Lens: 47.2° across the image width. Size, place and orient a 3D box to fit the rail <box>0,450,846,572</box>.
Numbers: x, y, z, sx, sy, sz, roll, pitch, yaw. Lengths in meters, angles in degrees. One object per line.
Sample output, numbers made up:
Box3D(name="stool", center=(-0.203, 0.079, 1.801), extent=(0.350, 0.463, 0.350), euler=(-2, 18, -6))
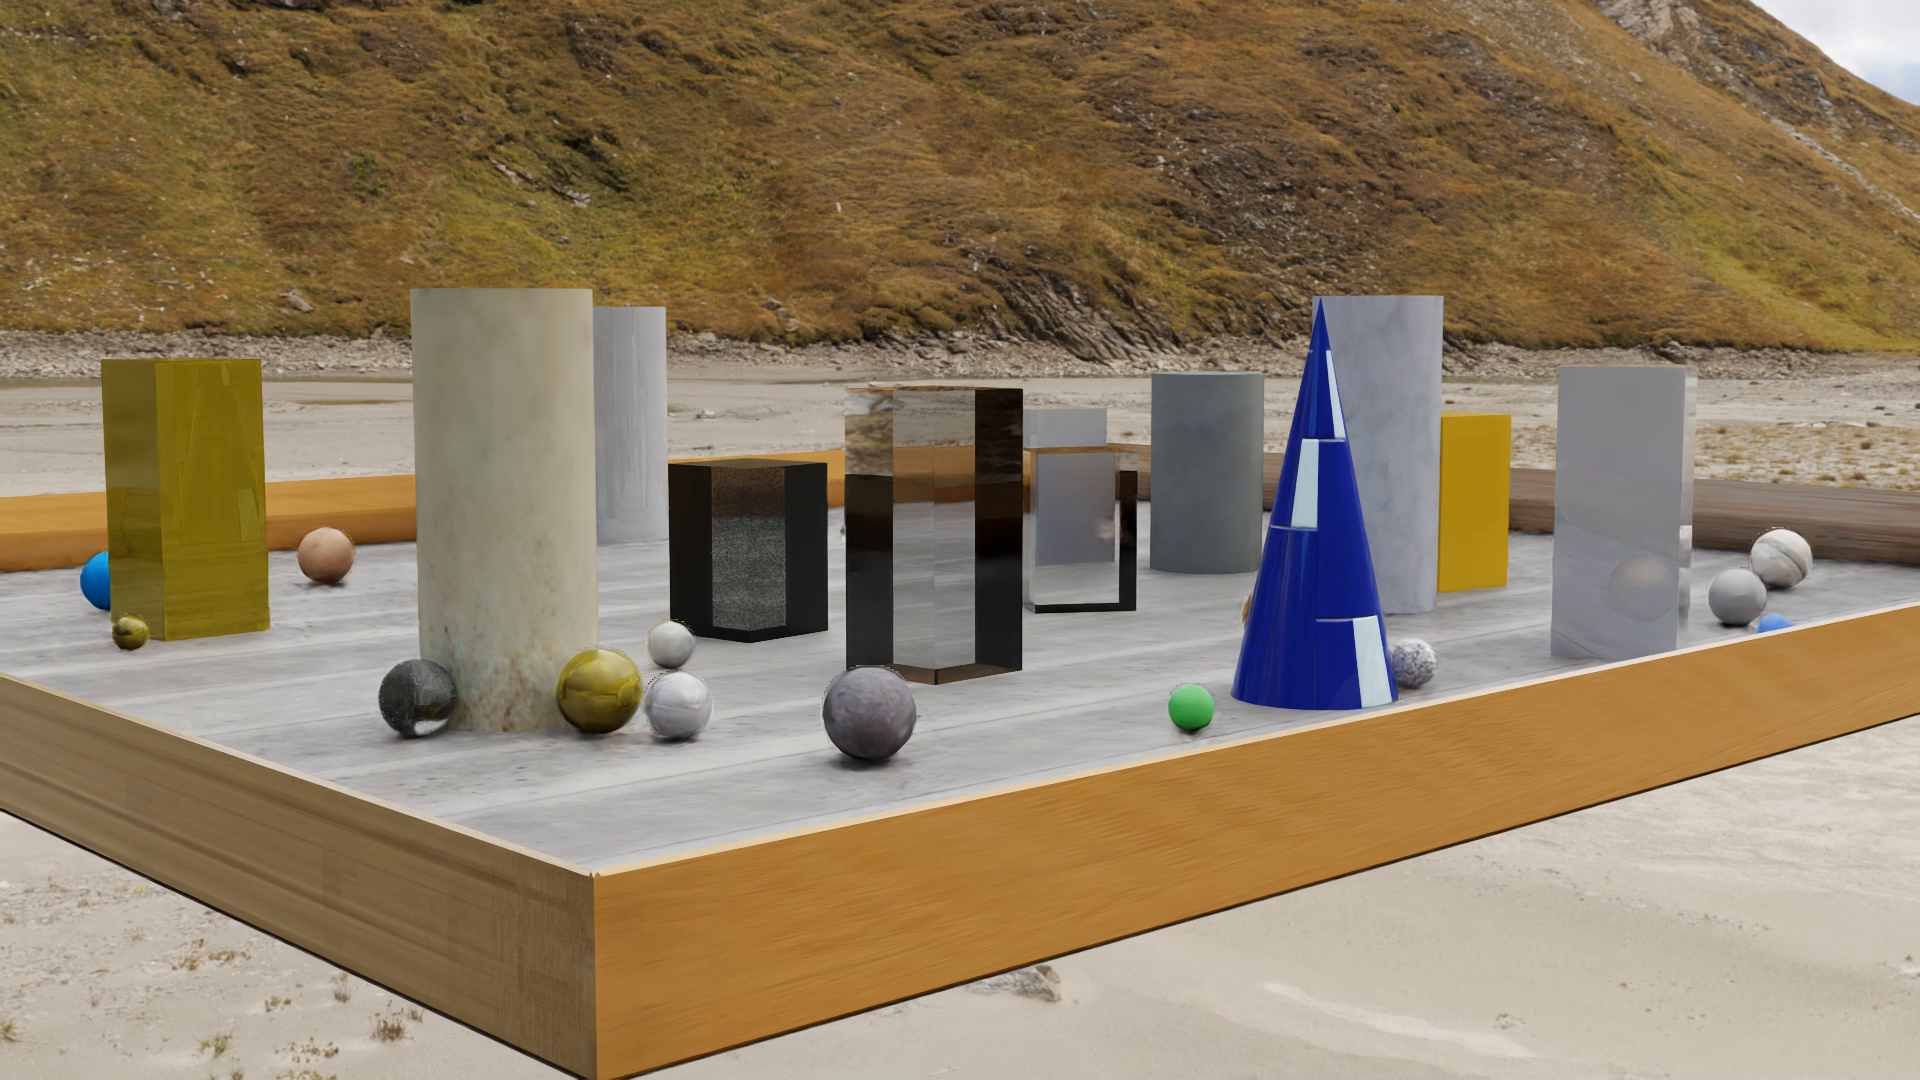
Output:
Box3D(name="rail", center=(-0.931, -0.073, 4.335), extent=(3.141, 0.125, 0.045), euler=(-6, 8, -42))

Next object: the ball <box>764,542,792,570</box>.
Box3D(name="ball", center=(-0.312, 0.026, 3.771), extent=(0.048, 0.048, 0.048), euler=(0, 6, 0))

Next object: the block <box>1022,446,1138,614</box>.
Box3D(name="block", center=(0.170, -0.018, 3.299), extent=(0.154, 0.235, 0.154), euler=(-1, 6, -11))

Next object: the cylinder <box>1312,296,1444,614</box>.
Box3D(name="cylinder", center=(0.621, -0.132, 3.292), extent=(0.192, 0.463, 0.192), euler=(0, 6, 0))

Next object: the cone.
Box3D(name="cone", center=(0.409, -0.049, 2.518), extent=(0.192, 0.459, 0.192), euler=(0, 6, 0))

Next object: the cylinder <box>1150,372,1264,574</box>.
Box3D(name="cylinder", center=(0.424, -0.119, 3.780), extent=(0.192, 0.335, 0.192), euler=(0, 6, 0))

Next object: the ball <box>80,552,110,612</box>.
Box3D(name="ball", center=(-1.252, 0.060, 3.249), extent=(0.089, 0.089, 0.089), euler=(0, 6, 0))

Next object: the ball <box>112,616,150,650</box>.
Box3D(name="ball", center=(-1.084, 0.122, 2.873), extent=(0.046, 0.046, 0.046), euler=(0, 6, 0))

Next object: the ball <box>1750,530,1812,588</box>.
Box3D(name="ball", center=(1.311, 0.030, 3.511), extent=(0.094, 0.094, 0.094), euler=(0, 6, 0))

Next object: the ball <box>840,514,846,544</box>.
Box3D(name="ball", center=(-0.175, -0.020, 4.014), extent=(0.090, 0.090, 0.090), euler=(0, 6, 0))

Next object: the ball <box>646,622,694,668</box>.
Box3D(name="ball", center=(-0.359, 0.131, 2.726), extent=(0.059, 0.059, 0.059), euler=(0, 6, 0))

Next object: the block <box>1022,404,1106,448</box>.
Box3D(name="block", center=(0.159, -0.106, 3.970), extent=(0.154, 0.268, 0.154), euler=(-3, 7, -26))

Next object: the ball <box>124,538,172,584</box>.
Box3D(name="ball", center=(-1.315, 0.035, 3.557), extent=(0.075, 0.075, 0.075), euler=(0, 6, 0))

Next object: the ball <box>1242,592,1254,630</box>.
Box3D(name="ball", center=(0.413, 0.100, 2.839), extent=(0.096, 0.096, 0.096), euler=(0, 6, 0))

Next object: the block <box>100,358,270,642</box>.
Box3D(name="block", center=(-1.069, -0.061, 3.037), extent=(0.154, 0.376, 0.154), euler=(6, 8, 43))

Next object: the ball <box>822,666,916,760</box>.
Box3D(name="ball", center=(-0.089, 0.172, 2.173), extent=(0.093, 0.093, 0.093), euler=(0, 6, 0))

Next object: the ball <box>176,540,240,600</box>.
Box3D(name="ball", center=(-1.150, 0.046, 3.363), extent=(0.094, 0.094, 0.094), euler=(0, 6, 0))

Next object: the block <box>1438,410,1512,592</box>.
Box3D(name="block", center=(0.775, -0.066, 3.551), extent=(0.154, 0.276, 0.154), euler=(-4, 7, -34))

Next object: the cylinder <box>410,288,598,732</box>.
Box3D(name="cylinder", center=(-0.493, -0.039, 2.391), extent=(0.192, 0.465, 0.192), euler=(0, 6, 0))

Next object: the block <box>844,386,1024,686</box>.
Box3D(name="block", center=(-0.032, -0.012, 2.698), extent=(0.154, 0.348, 0.154), euler=(6, 8, 44))

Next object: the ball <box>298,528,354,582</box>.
Box3D(name="ball", center=(-1.032, 0.025, 3.580), extent=(0.090, 0.090, 0.090), euler=(0, 6, 0))

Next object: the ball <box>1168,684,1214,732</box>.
Box3D(name="ball", center=(0.245, 0.178, 2.325), extent=(0.049, 0.049, 0.049), euler=(0, 6, 0))

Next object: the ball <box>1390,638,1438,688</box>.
Box3D(name="ball", center=(0.533, 0.144, 2.591), extent=(0.059, 0.059, 0.059), euler=(0, 6, 0))

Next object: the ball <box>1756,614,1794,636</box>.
Box3D(name="ball", center=(1.070, 0.120, 2.887), extent=(0.046, 0.046, 0.046), euler=(0, 6, 0))

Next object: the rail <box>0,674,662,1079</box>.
Box3D(name="rail", center=(-1.137, 0.142, 2.289), extent=(0.045, 0.125, 2.792), euler=(-6, 8, -42))

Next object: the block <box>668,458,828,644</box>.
Box3D(name="block", center=(-0.291, 0.011, 3.031), extent=(0.154, 0.234, 0.154), euler=(5, 8, 39))

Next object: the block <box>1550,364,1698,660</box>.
Box3D(name="block", center=(0.861, -0.040, 2.849), extent=(0.154, 0.372, 0.154), euler=(3, 7, 24))

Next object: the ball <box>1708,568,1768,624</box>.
Box3D(name="ball", center=(1.098, 0.080, 3.107), extent=(0.079, 0.079, 0.079), euler=(0, 6, 0))

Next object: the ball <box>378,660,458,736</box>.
Box3D(name="ball", center=(-0.567, 0.165, 2.298), extent=(0.080, 0.080, 0.080), euler=(0, 6, 0))

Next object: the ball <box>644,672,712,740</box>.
Box3D(name="ball", center=(-0.292, 0.172, 2.278), extent=(0.070, 0.070, 0.070), euler=(0, 6, 0))

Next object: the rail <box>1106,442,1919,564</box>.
Box3D(name="rail", center=(1.137, -0.077, 4.375), extent=(0.045, 0.125, 2.792), euler=(-6, 8, -42))

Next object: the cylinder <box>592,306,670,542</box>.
Box3D(name="cylinder", center=(-0.665, -0.228, 4.275), extent=(0.192, 0.448, 0.192), euler=(0, 6, 0))

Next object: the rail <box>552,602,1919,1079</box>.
Box3D(name="rail", center=(0.931, 0.138, 2.329), extent=(3.141, 0.125, 0.045), euler=(-6, 8, -42))

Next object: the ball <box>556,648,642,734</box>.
Box3D(name="ball", center=(-0.379, 0.159, 2.309), extent=(0.090, 0.090, 0.090), euler=(0, 6, 0))
